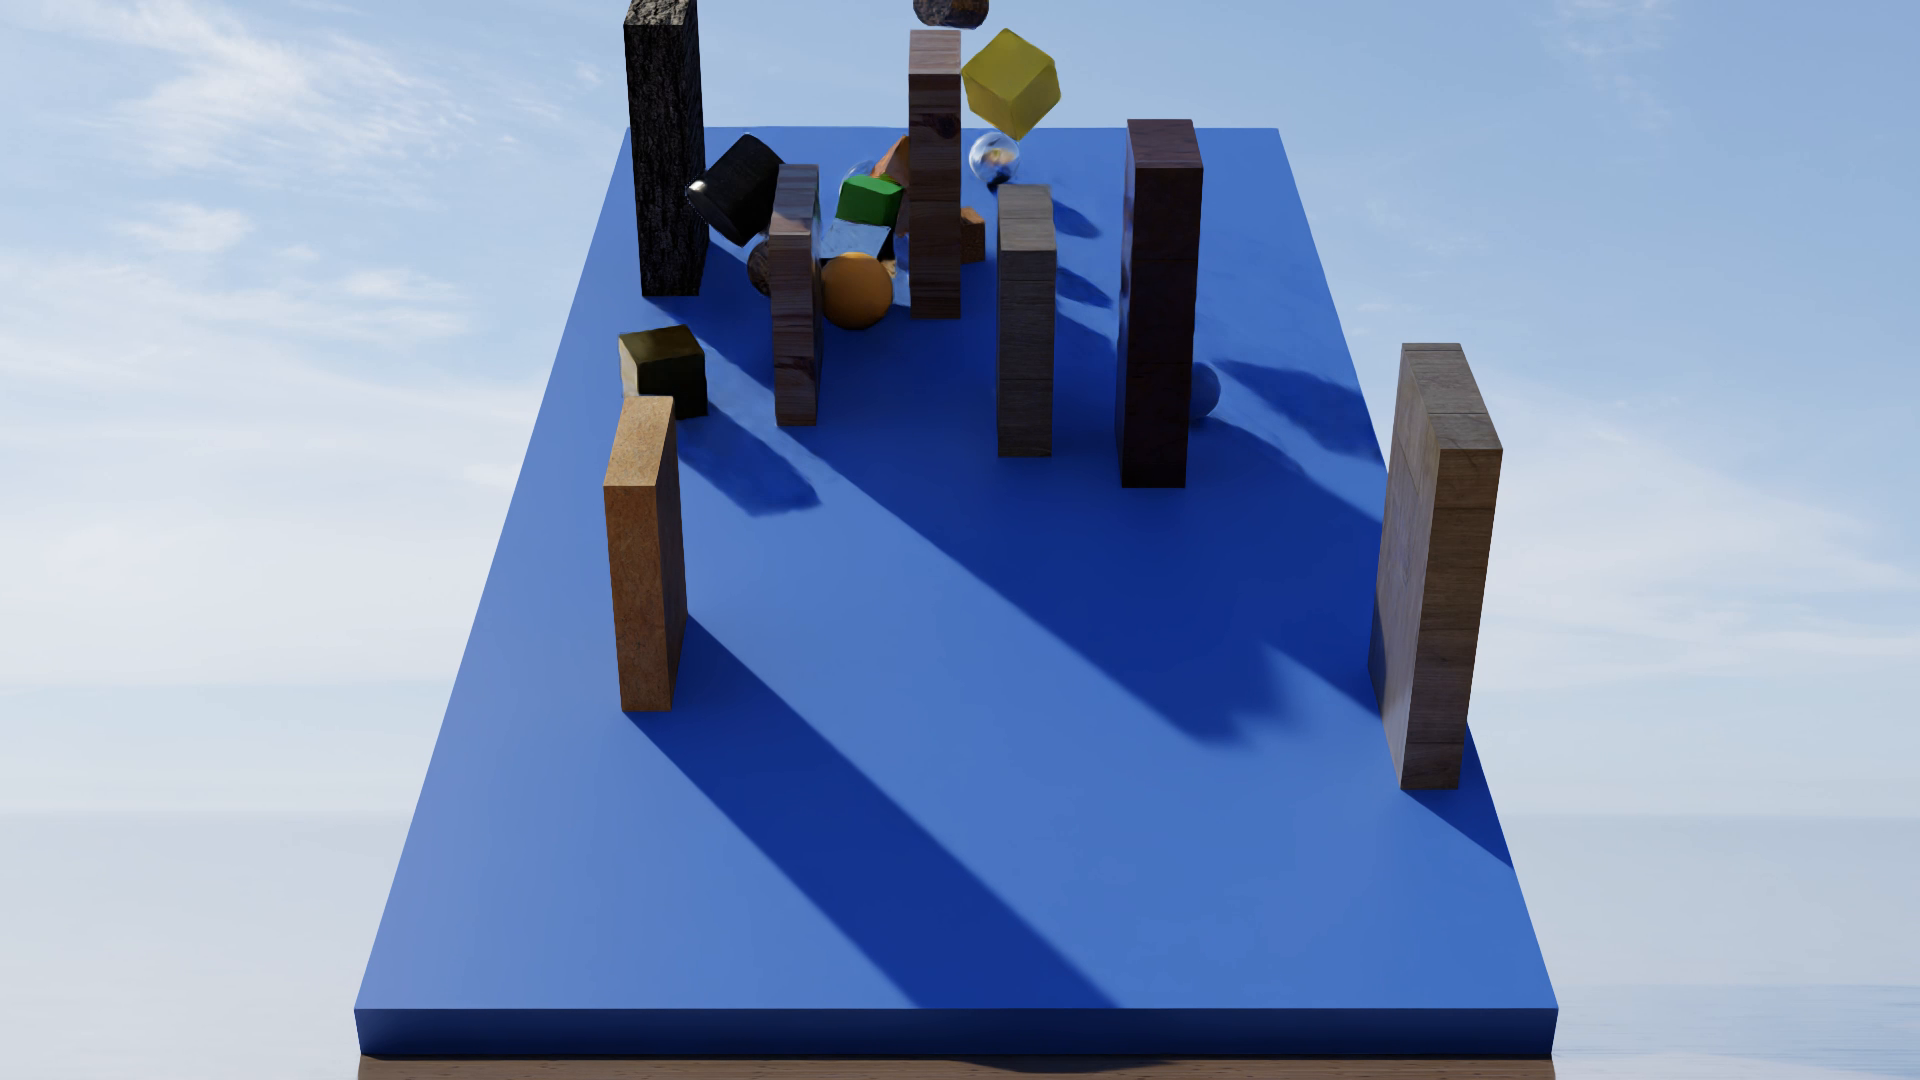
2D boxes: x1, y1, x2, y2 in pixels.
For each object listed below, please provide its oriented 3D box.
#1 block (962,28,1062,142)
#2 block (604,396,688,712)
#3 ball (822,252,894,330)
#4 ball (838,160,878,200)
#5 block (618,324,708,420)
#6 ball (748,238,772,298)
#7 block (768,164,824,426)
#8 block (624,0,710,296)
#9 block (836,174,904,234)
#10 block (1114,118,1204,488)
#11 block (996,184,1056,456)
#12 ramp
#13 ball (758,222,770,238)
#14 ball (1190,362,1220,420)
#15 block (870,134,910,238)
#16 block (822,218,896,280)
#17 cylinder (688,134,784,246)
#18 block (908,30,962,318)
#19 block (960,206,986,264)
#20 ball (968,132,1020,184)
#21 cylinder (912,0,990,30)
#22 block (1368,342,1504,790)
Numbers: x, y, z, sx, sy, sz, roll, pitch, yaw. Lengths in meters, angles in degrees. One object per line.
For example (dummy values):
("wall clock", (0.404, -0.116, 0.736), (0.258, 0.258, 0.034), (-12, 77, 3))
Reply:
("block", (0.140, -1.233, 6.573), (0.179, 0.179, 0.179), (37, -15, 24))
("block", (-0.616, 0.026, 4.788), (0.097, 0.508, 0.359), (0, 31, 0))
("ball", (-0.268, -0.630, 6.152), (0.199, 0.199, 0.199), (0, -6, 0))
("ball", (-0.243, -0.963, 6.763), (0.190, 0.190, 0.190), (0, -6, 0))
("block", (-0.713, -0.396, 5.830), (0.167, 0.167, 0.167), (-11, 33, -18))
("ball", (-0.475, -0.716, 6.370), (0.166, 0.166, 0.166), (0, -6, 0))
("block", (-0.391, -0.593, 5.844), (0.095, 0.493, 0.430), (0, 31, 0))
("block", (-0.765, -1.056, 6.377), (0.147, 0.741, 0.371), (0, 31, 0))
("block", (-0.241, -0.879, 6.416), (0.129, 0.129, 0.129), (19, 22, 12))
("block", (0.442, -0.526, 5.459), (0.144, 0.778, 0.286), (0, 31, 0))
("block", (0.151, -0.517, 5.690), (0.123, 0.523, 0.384), (0, 31, 0))
("ramp", (-0.014, -0.203, 5.771), (2.000, 0.100, 4.000), (0, 31, 0))
("ball", (-0.509, -0.882, 6.655), (0.125, 0.125, 0.125), (0, -6, 0))
("ball", (0.552, -0.358, 5.800), (0.140, 0.140, 0.140), (0, -6, 0))
("block", (-0.155, -0.958, 6.581), (0.162, 0.162, 0.162), (35, -40, -14))
("block", (-0.273, -0.718, 6.341), (0.158, 0.158, 0.158), (11, -42, 14))
("cylinder", (-0.533, -0.863, 5.994), (0.196, 0.196, 0.196), (42, -11, 10))
("block", (-0.064, -0.943, 6.267), (0.130, 0.664, 0.328), (0, 31, 0))
("block", (-0.004, -0.828, 6.611), (0.114, 0.114, 0.114), (-10, 32, -17))
("ball", (0.101, -1.108, 7.047), (0.150, 0.150, 0.150), (0, -6, 0))
("cylinder", (-0.024, -1.508, 6.782), (0.153, 0.153, 0.153), (-6, 0, 43))
("block", (0.880, 0.050, 4.544), (0.108, 0.727, 0.414), (0, 31, 0))
